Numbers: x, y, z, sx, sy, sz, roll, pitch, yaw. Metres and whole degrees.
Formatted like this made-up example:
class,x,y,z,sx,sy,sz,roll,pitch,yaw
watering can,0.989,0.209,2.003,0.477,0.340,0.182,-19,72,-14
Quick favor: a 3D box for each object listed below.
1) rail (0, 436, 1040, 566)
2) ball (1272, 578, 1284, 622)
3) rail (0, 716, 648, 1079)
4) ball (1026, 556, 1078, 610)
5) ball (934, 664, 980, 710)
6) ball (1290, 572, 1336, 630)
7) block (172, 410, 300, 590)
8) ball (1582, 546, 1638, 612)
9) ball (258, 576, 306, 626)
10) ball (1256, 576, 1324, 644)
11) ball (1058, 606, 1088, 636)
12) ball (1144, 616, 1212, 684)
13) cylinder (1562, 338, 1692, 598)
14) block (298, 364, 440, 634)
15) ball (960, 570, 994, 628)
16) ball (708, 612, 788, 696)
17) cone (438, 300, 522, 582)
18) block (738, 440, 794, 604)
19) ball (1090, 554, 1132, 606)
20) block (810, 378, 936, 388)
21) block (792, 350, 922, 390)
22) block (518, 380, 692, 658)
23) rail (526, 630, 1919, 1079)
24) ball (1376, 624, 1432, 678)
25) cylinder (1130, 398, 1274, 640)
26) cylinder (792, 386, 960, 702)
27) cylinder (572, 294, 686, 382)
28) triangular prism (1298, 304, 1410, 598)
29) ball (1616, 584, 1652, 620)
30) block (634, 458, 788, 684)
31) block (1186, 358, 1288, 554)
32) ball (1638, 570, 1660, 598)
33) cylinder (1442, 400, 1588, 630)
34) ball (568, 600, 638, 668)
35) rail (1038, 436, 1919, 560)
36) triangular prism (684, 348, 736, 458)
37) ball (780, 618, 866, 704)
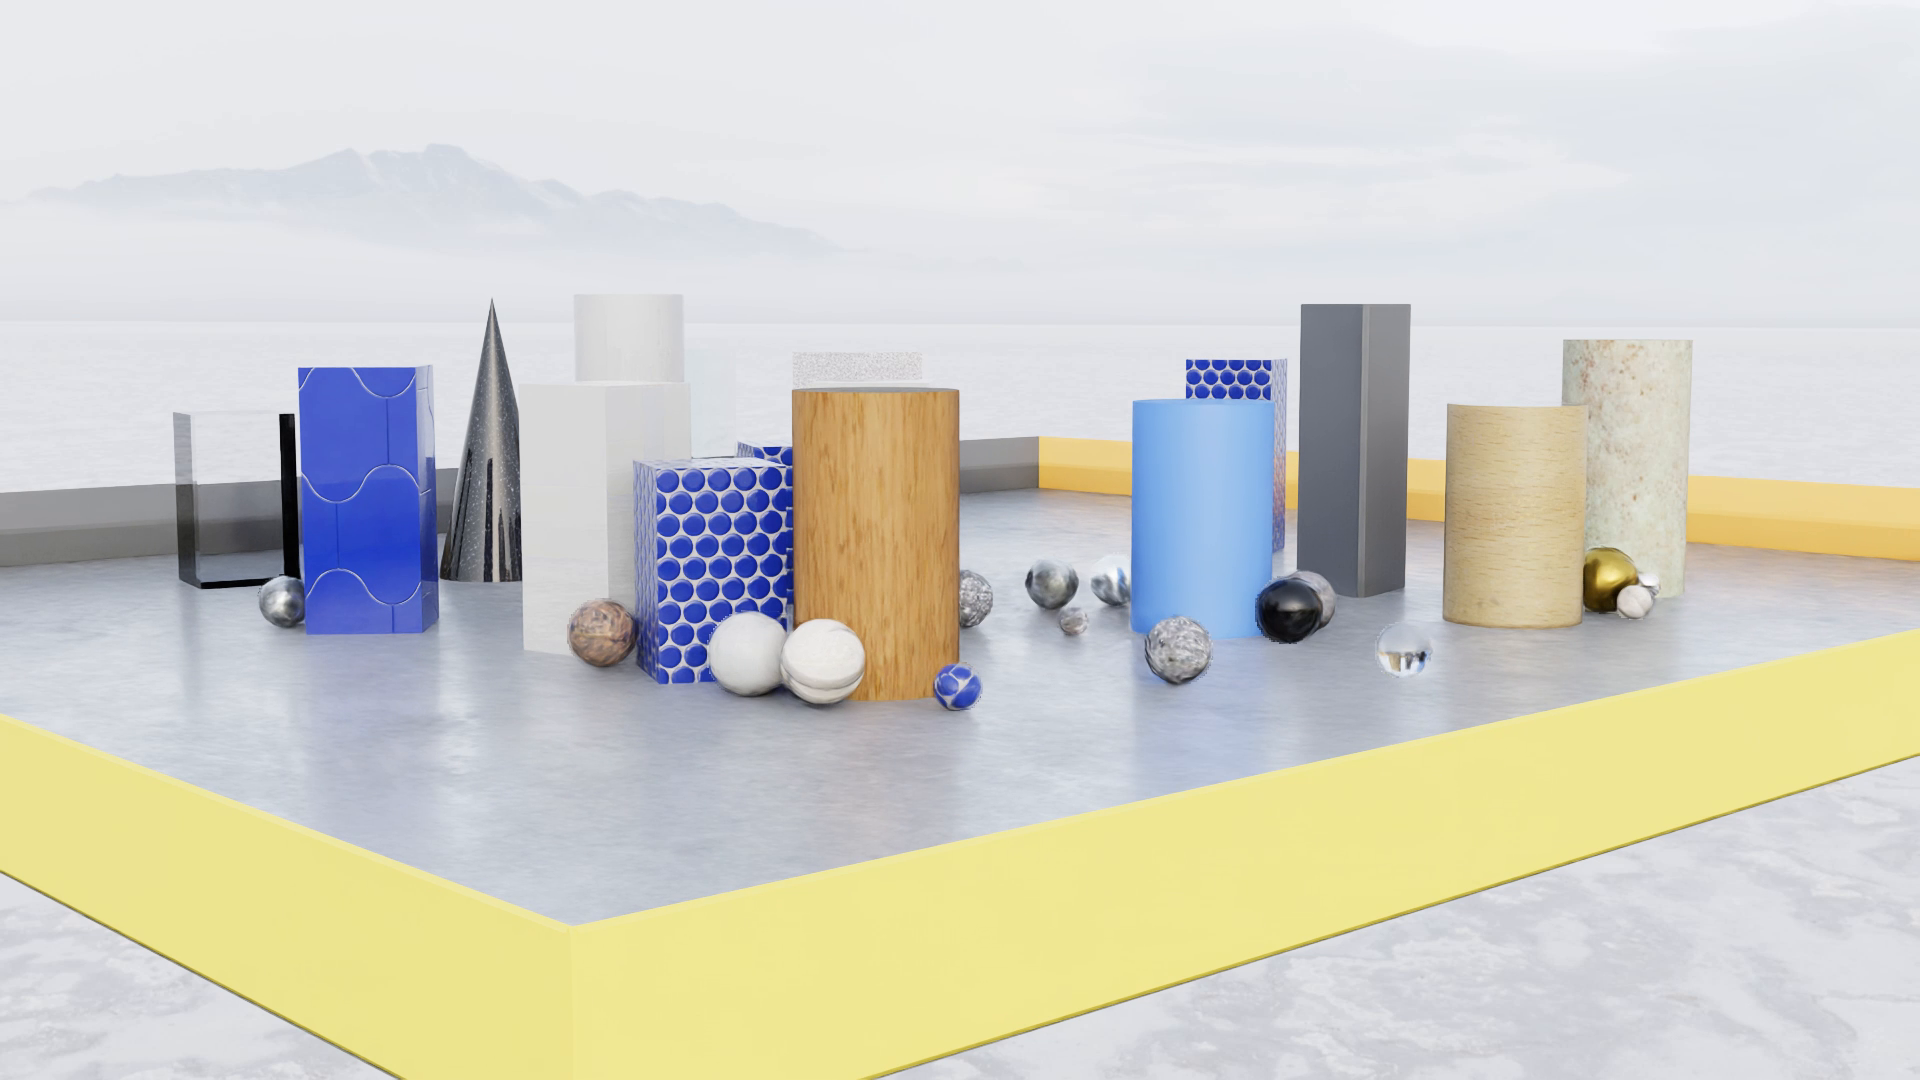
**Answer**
class,x,y,z,sx,sy,sz,roll,pitch,yaw
rail,-0.995,-0.079,4.404,3.293,0.128,0.045,-5,8,-42
ball,0.471,0.087,3.115,0.069,0.069,0.069,0,6,0
rail,-1.193,0.148,2.237,0.045,0.128,2.982,-5,8,-42
ball,0.137,0.064,3.283,0.079,0.079,0.079,0,6,0
ball,-0.004,0.164,2.454,0.053,0.053,0.053,0,6,0
ball,0.476,0.086,3.038,0.086,0.086,0.086,0,6,0
block,-1.187,-0.070,3.607,0.157,0.278,0.157,-4,7,-32
ball,0.949,0.058,3.243,0.098,0.098,0.098,0,6,0
ball,-0.952,0.087,3.100,0.072,0.072,0.072,0,6,0
ball,0.442,0.094,2.950,0.089,0.089,0.089,0,6,0
ball,0.156,0.111,3.015,0.040,0.040,0.040,0,6,0
ball,0.261,0.131,2.633,0.080,0.080,0.080,0,6,0
cylinder,1.053,-0.118,3.490,0.196,0.398,0.196,0,6,0
block,-0.828,-0.061,3.091,0.157,0.367,0.157,-1,6,-5
ball,0.006,0.083,3.087,0.082,0.082,0.082,0,6,0
ball,-0.243,0.132,2.545,0.097,0.097,0.097,0,6,0
cone,-0.778,-0.174,3.682,0.196,0.468,0.196,0,6,0
block,-0.253,-0.030,3.408,0.157,0.240,0.157,-2,6,-15
ball,0.235,0.060,3.323,0.077,0.077,0.077,0,6,0
block,-0.116,-0.043,3.011,0.157,0.349,0.157,0,6,2
block,-0.176,-0.138,3.798,0.157,0.373,0.157,6,8,44
block,-0.464,-0.031,2.891,0.157,0.349,0.157,4,7,36
rail,0.995,0.145,2.259,3.293,0.128,0.045,-5,8,-42
ball,0.540,0.134,2.670,0.066,0.066,0.066,0,6,0
cylinder,0.338,-0.034,3.066,0.196,0.318,0.196,0,6,0
cylinder,-0.099,-0.001,2.592,0.196,0.352,0.196,0,6,0
cylinder,-0.591,-0.204,3.950,0.196,0.472,0.196,0,6,0
triangular prism,0.607,-0.147,3.495,0.147,0.454,0.170,4,7,34
ball,0.974,0.090,3.176,0.050,0.050,0.050,0,6,0
block,-0.309,0.034,2.710,0.157,0.258,0.157,-2,6,-18
block,0.512,-0.158,4.079,0.157,0.355,0.157,2,6,19
ball,1.053,0.070,3.381,0.047,0.047,0.047,0,6,0
cylinder,0.796,-0.040,3.158,0.196,0.311,0.196,0,6,0
ball,-0.446,0.117,2.750,0.084,0.084,0.084,0,6,0
rail,1.193,-0.081,4.426,0.045,0.128,2.982,-5,8,-42
triangular prism,-0.538,-0.198,4.393,0.170,0.369,0.147,-1,6,-10
ball,-0.154,0.136,2.470,0.096,0.096,0.096,0,6,0
